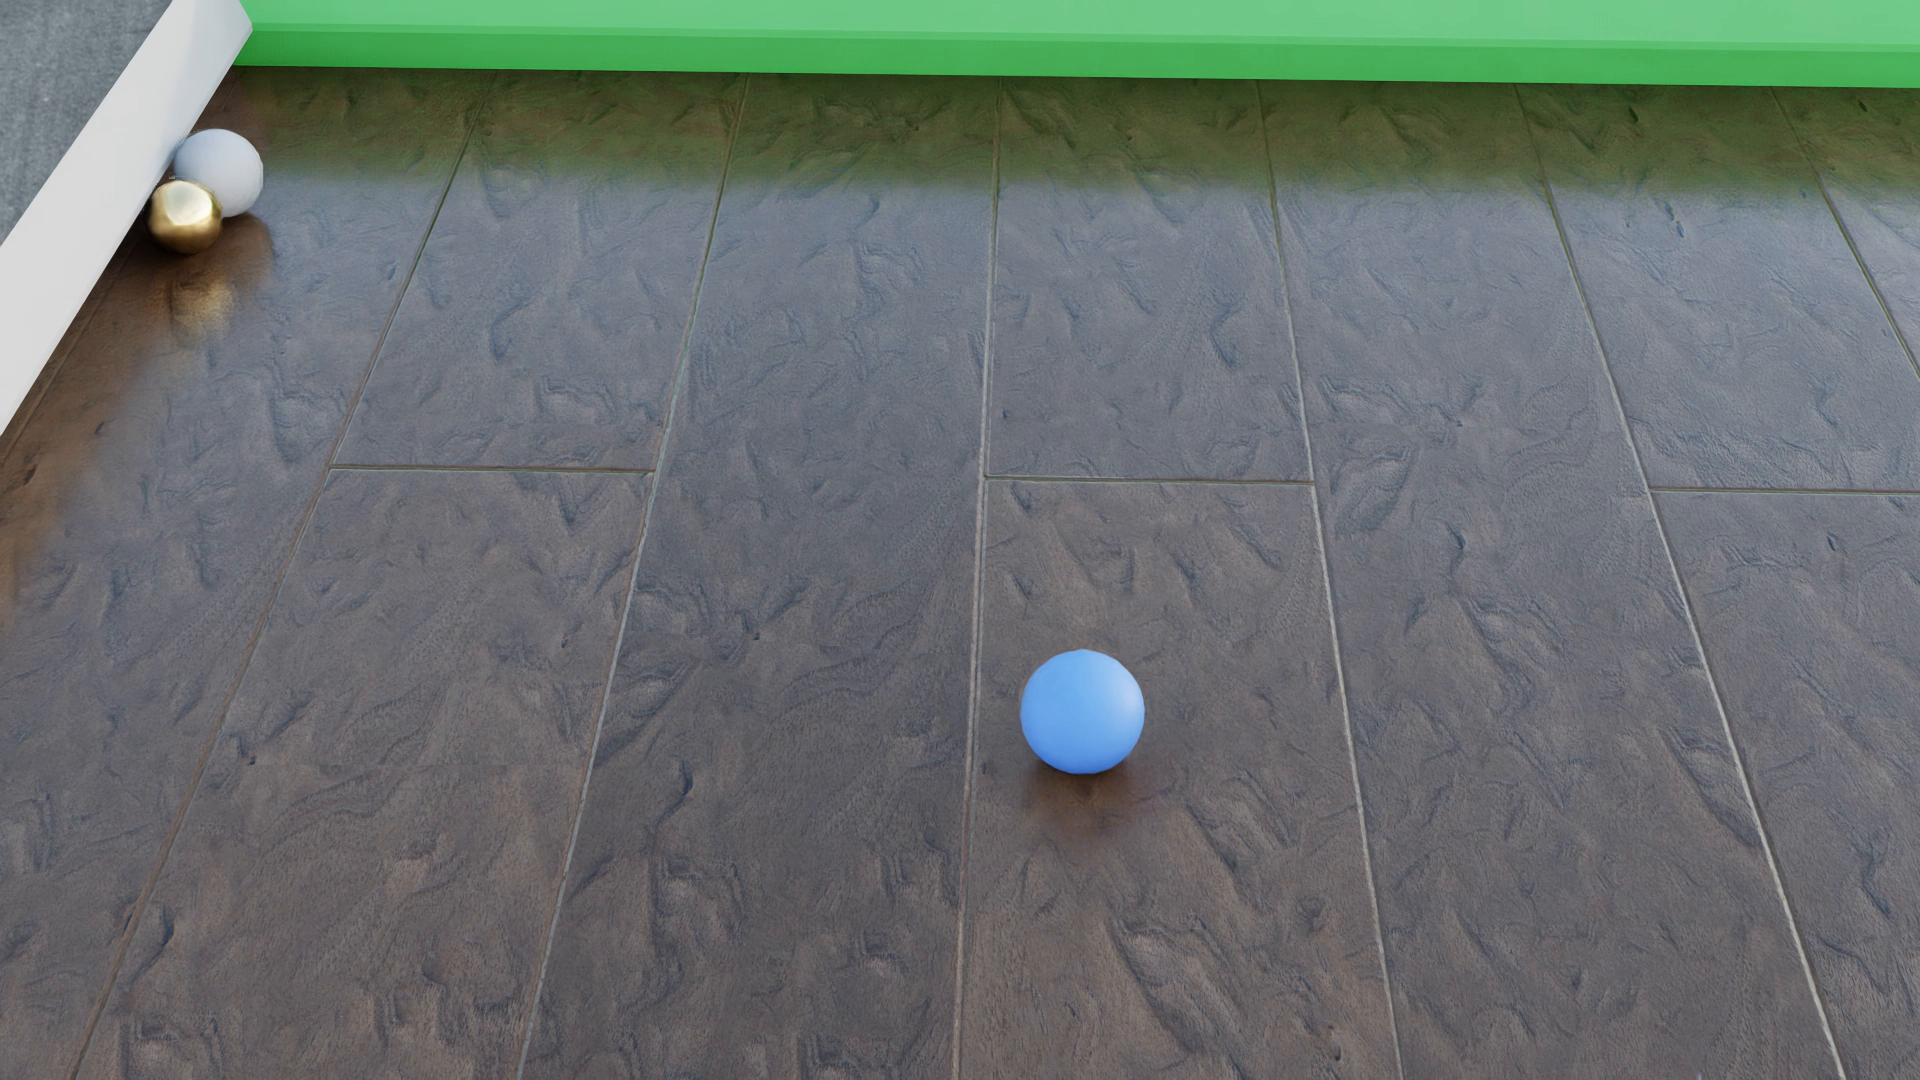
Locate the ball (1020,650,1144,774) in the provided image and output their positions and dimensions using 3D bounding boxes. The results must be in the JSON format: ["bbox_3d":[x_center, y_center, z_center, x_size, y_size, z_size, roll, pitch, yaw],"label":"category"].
[{"bbox_3d":[0.079,0.111,1.650,0.080,0.080,0.080,0,35,0],"label":"ball"}]

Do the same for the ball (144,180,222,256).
[{"bbox_3d":[-0.671,-0.278,2.215,0.065,0.065,0.065,0,35,0],"label":"ball"}]

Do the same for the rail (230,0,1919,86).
[{"bbox_3d":[0.780,-0.482,2.455,3.018,0.120,0.045,1,35,1],"label":"rail"}]

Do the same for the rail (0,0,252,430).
[{"bbox_3d":[-0.730,-0.029,1.811,0.045,0.120,1.716,1,35,1],"label":"rail"}]

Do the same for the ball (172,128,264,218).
[{"bbox_3d":[-0.656,-0.324,2.268,0.078,0.078,0.078,0,35,0],"label":"ball"}]
